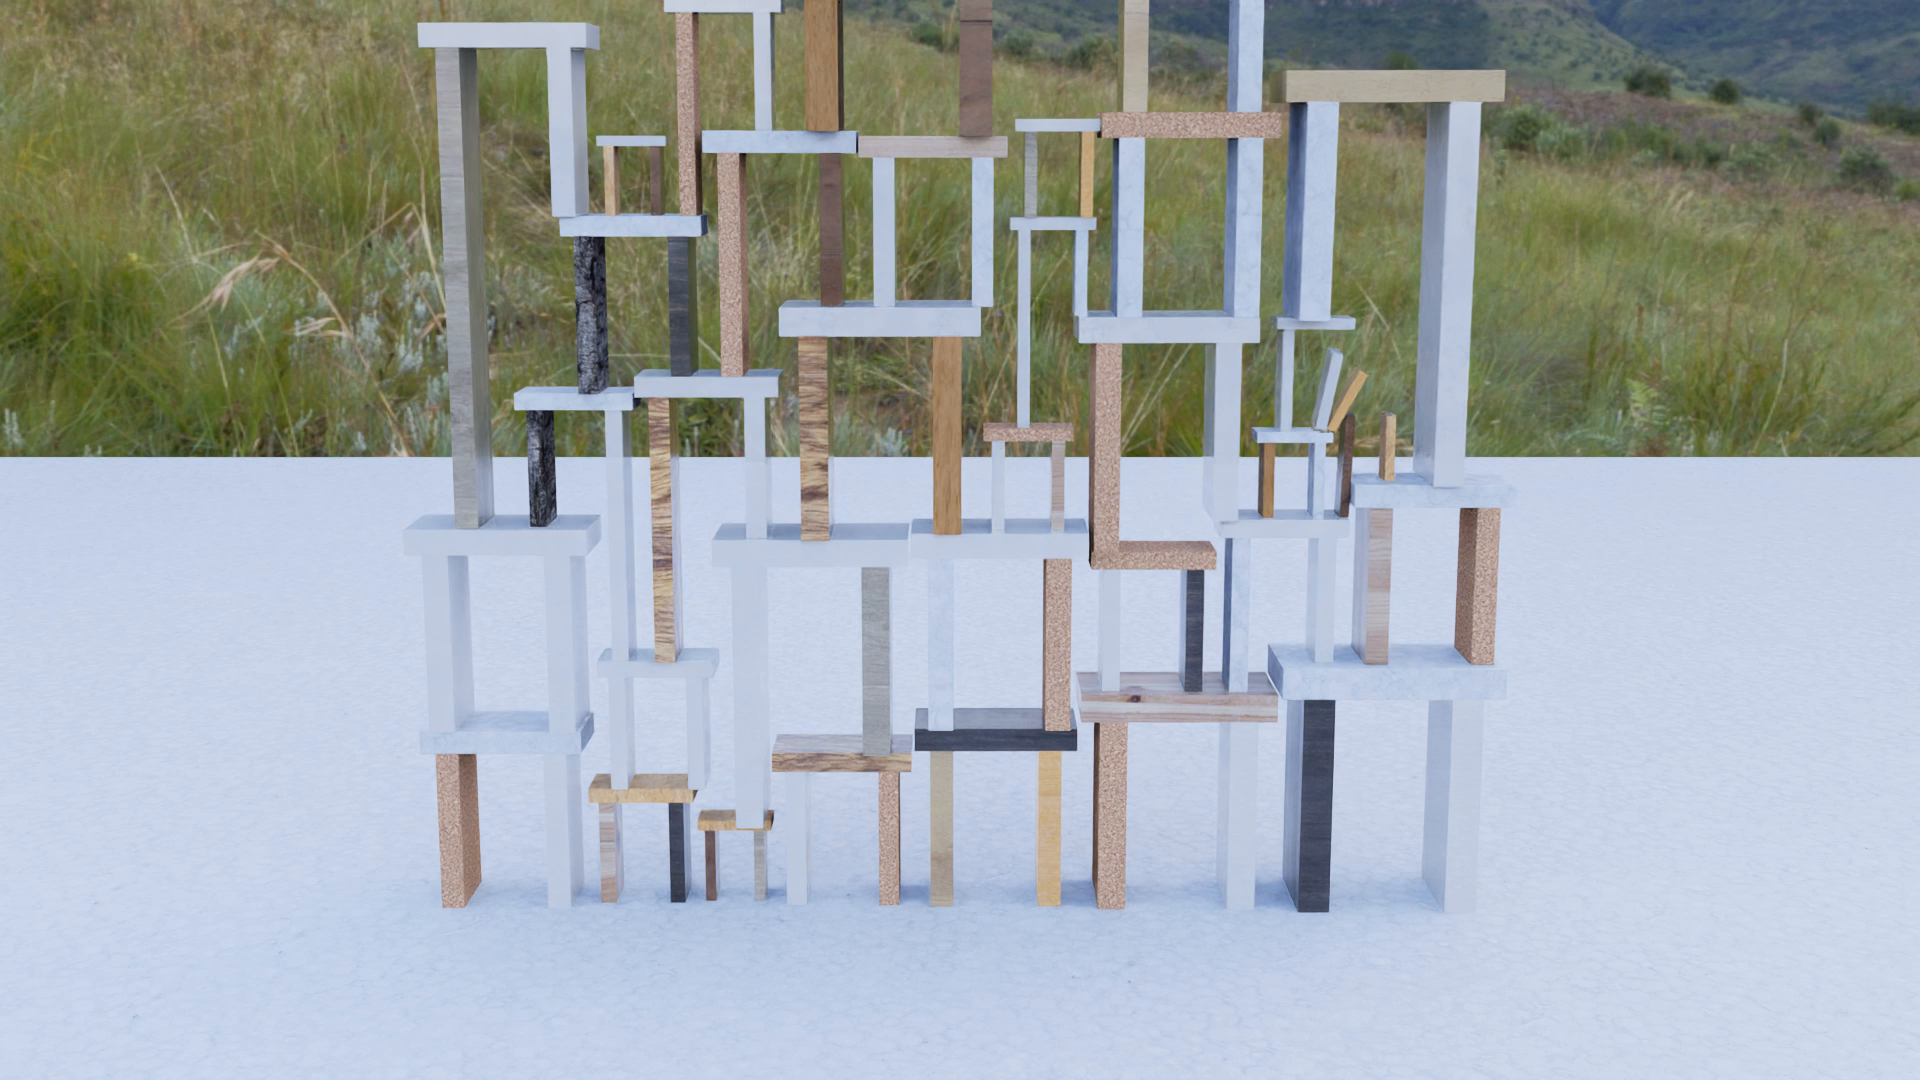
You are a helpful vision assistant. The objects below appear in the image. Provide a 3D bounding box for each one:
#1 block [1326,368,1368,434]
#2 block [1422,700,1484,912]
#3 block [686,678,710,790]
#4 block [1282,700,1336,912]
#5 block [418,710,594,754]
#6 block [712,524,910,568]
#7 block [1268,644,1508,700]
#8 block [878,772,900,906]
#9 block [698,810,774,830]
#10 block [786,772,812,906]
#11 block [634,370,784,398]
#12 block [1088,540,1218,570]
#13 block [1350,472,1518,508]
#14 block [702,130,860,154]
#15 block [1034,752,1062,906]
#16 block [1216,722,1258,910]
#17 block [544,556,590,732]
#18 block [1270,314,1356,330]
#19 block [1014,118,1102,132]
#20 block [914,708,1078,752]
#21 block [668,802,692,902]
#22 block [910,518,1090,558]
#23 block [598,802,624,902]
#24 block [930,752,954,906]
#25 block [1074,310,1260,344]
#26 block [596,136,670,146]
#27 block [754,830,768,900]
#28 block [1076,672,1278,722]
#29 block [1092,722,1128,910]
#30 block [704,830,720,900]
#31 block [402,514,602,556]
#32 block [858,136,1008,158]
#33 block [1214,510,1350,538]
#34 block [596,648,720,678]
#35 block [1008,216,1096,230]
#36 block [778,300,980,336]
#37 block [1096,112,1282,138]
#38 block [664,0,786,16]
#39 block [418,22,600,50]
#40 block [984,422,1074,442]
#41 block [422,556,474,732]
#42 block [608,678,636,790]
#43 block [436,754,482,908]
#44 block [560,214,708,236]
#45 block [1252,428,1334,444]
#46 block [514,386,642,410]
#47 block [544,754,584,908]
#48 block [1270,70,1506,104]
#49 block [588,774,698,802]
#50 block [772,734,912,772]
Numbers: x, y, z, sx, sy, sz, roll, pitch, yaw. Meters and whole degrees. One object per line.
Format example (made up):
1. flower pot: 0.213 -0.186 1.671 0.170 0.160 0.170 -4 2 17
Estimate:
1. block: 0.616 -0.224 3.515 0.015 0.105 0.053 28 11 -2
2. block: 0.814 0.415 3.634 0.051 0.357 0.179 0 11 0
3. block: -0.430 0.306 3.614 0.027 0.188 0.094 0 11 0
4. block: 0.575 0.415 3.634 0.051 0.357 0.179 0 11 0
5. block: -0.743 0.316 3.615 0.261 0.037 0.130 0 11 0
6. block: -0.238 0.008 3.565 0.310 0.044 0.155 0 11 0
7. block: 0.694 0.214 3.597 0.357 0.051 0.179 0 11 0
8. block: -0.117 0.478 3.649 0.032 0.227 0.113 0 11 0
9. block: -0.371 0.464 3.642 0.121 0.017 0.060 0 11 0
10. block: -0.268 0.478 3.649 0.032 0.227 0.113 0 11 0
11. block: -0.399 -0.250 3.509 0.226 0.032 0.113 0 11 0
12. block: 0.310 0.024 3.562 0.201 0.028 0.100 0 11 0
13. block: 0.753 -0.081 3.542 0.257 0.036 0.128 0 11 0
14. block: -0.279 -0.625 3.447 0.237 0.034 0.118 0 11 0
15. block: 0.146 0.460 3.649 0.037 0.264 0.132 0 11 0
16. block: 0.458 0.434 3.643 0.045 0.316 0.158 0 11 0
17. block: -0.640 0.154 3.586 0.041 0.291 0.145 0 11 0
18. block: 0.560 -0.346 3.490 0.123 0.017 0.062 0 11 -2
19. block: 0.152 -0.648 3.436 0.132 0.019 0.066 0 10 -1
20. block: 0.058 0.312 3.621 0.264 0.037 0.132 0 11 0
21. block: -0.465 0.506 3.653 0.024 0.171 0.085 0 11 0
22. block: 0.063 -0.003 3.556 0.283 0.040 0.141 0 11 0
23. block: -0.579 0.506 3.652 0.024 0.171 0.086 0 11 0
24. block: -0.030 0.460 3.649 0.037 0.264 0.132 0 11 0
25. block: 0.327 -0.340 3.503 0.283 0.040 0.141 0 10 -1
26. block: -0.511 -0.625 3.443 0.107 0.015 0.054 0 11 0
27. block: -0.331 0.531 3.654 0.017 0.121 0.060 0 11 0
28. block: 0.353 0.257 3.610 0.316 0.045 0.158 0 11 0
29. block: 0.248 0.434 3.643 0.045 0.316 0.158 0 11 0
30. block: -0.411 0.531 3.654 0.017 0.121 0.060 0 11 0
31. block: -0.737 -0.009 3.556 0.291 0.041 0.145 0 11 0
32. block: -0.041 -0.616 3.440 0.230 0.033 0.115 0 11 0
33. block: 0.518 -0.027 3.553 0.205 0.029 0.103 0 11 0
34. block: -0.492 0.200 3.595 0.188 0.027 0.094 0 11 0
35. block: 0.145 -0.500 3.469 0.134 0.019 0.067 0 10 -1
36. block: -0.124 -0.353 3.493 0.313 0.044 0.157 0 11 0
37. block: 0.356 -0.649 3.443 0.275 0.039 0.138 0 10 0
38. block: -0.363 -0.827 3.402 0.178 0.025 0.089 0 11 0
39. block: -0.697 -0.781 3.411 0.256 0.036 0.128 0 11 0
40. block: 0.109 -0.173 3.523 0.143 0.020 0.072 0 11 0
41. block: -0.834 0.154 3.587 0.041 0.291 0.145 0 11 0
42. block: -0.555 0.306 3.614 0.027 0.188 0.094 0 11 0
43. block: -0.830 0.462 3.642 0.037 0.261 0.131 0 11 0
44. block: -0.512 -0.497 3.468 0.219 0.031 0.109 0 11 0
45. block: 0.533 -0.168 3.528 0.121 0.017 0.060 0 11 -2
46. block: -0.610 -0.227 3.519 0.187 0.027 0.094 0 11 0
47. block: -0.656 0.462 3.642 0.037 0.261 0.130 0 11 0
48. block: 0.661 -0.705 3.424 0.333 0.047 0.167 0 11 -1
49. block: -0.522 0.410 3.635 0.171 0.024 0.086 0 11 0
50. block: -0.192 0.351 3.625 0.227 0.032 0.113 0 11 0
